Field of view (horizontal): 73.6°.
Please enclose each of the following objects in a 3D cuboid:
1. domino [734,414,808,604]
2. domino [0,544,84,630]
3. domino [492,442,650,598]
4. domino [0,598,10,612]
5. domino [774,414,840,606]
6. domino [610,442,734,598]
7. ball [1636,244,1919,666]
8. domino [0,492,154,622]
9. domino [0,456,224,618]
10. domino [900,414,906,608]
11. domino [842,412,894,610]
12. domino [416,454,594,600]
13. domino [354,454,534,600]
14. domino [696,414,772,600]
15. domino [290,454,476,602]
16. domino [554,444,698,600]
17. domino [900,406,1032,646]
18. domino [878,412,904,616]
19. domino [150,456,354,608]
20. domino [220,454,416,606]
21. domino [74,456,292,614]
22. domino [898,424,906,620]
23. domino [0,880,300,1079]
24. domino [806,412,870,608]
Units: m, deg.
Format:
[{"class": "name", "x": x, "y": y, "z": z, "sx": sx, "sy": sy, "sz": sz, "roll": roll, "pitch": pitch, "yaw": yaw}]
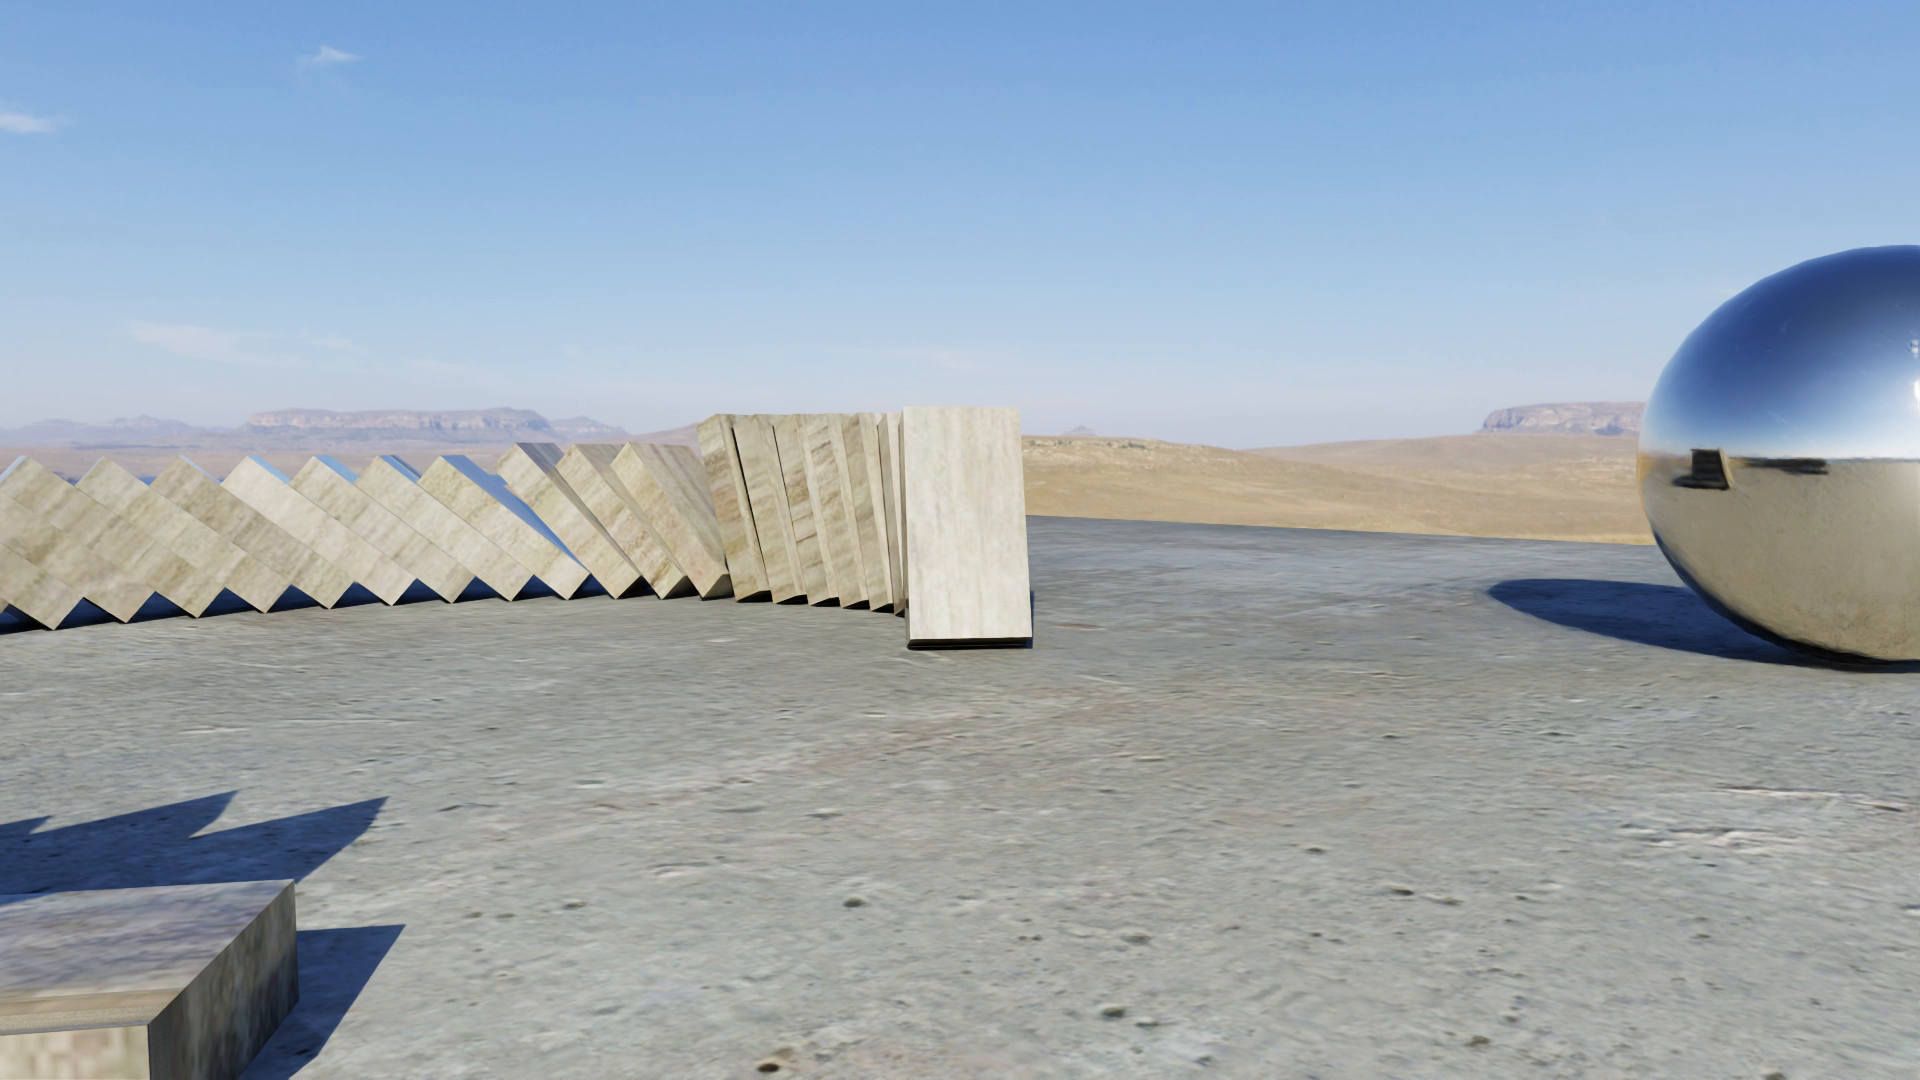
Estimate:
[{"class": "domino", "x": -0.044, "y": -0.009, "z": 0.351, "sx": 0.010, "sy": 0.050, "sz": 0.025, "roll": -20, "pitch": -10, "yaw": 39}, {"class": "domino", "x": -0.227, "y": 0.001, "z": 0.287, "sx": 0.025, "sy": 0.009, "sz": 0.050, "roll": 3, "pitch": -35, "yaw": 40}, {"class": "domino", "x": -0.107, "y": -0.006, "z": 0.364, "sx": 0.010, "sy": 0.050, "sz": 0.025, "roll": -43, "pitch": -1, "yaw": 7}, {"class": "domino", "x": -0.234, "y": 0.002, "z": 0.273, "sx": 0.025, "sy": 0.009, "sz": 0.050, "roll": 3, "pitch": -36, "yaw": 33}, {"class": "domino", "x": -0.033, "y": -0.009, "z": 0.347, "sx": 0.025, "sy": 0.050, "sz": 0.010, "roll": -4, "pitch": -12, "yaw": -43}, {"class": "domino", "x": -0.075, "y": -0.006, "z": 0.364, "sx": 0.050, "sy": 0.010, "sz": 0.025, "roll": 51, "pitch": 24, "yaw": 19}, {"class": "ball", "x": 0.175, "y": -0.016, "z": 0.247, "sx": 0.080, "sy": 0.080, "sz": 0.080, "roll": 0, "pitch": 4, "yaw": 0}, {"class": "domino", "x": -0.217, "y": 0.000, "z": 0.301, "sx": 0.025, "sy": 0.009, "sz": 0.050, "roll": 4, "pitch": -35, "yaw": 48}, {"class": "domino", "x": -0.206, "y": -0.001, "z": 0.311, "sx": 0.025, "sy": 0.009, "sz": 0.050, "roll": 5, "pitch": -34, "yaw": 50}, {"class": "domino", "x": 0.000, "y": -0.004, "z": 0.282, "sx": 0.025, "sy": 0.050, "sz": 0.010, "roll": -1, "pitch": -14, "yaw": -7}, {"class": "domino", "x": -0.014, "y": -0.008, "z": 0.334, "sx": 0.025, "sy": 0.050, "sz": 0.009, "roll": -3, "pitch": -13, "yaw": -33}, {"class": "domino", "x": -0.125, "y": -0.004, "z": 0.359, "sx": 0.050, "sy": 0.009, "sz": 0.025, "roll": 40, "pitch": -1, "yaw": -8}, {"class": "domino", "x": -0.140, "y": -0.004, "z": 0.354, "sx": 0.050, "sy": 0.009, "sz": 0.025, "roll": 40, "pitch": -5, "yaw": -13}, {"class": "domino", "x": -0.055, "y": -0.009, "z": 0.355, "sx": 0.010, "sy": 0.050, "sz": 0.025, "roll": -22, "pitch": -12, "yaw": 38}, {"class": "domino", "x": -0.155, "y": -0.003, "z": 0.348, "sx": 0.050, "sy": 0.009, "sz": 0.025, "roll": 41, "pitch": -8, "yaw": -16}, {"class": "domino", "x": -0.090, "y": -0.006, "z": 0.366, "sx": 0.010, "sy": 0.050, "sz": 0.025, "roll": -45, "pitch": -12, "yaw": 18}, {"class": "domino", "x": 0.001, "y": -0.003, "z": 0.272, "sx": 0.025, "sy": 0.050, "sz": 0.010, "roll": -1, "pitch": -14, "yaw": -7}, {"class": "domino", "x": -0.005, "y": -0.007, "z": 0.324, "sx": 0.025, "sy": 0.050, "sz": 0.010, "roll": -1, "pitch": -14, "yaw": -18}, {"class": "domino", "x": -0.182, "y": -0.002, "z": 0.332, "sx": 0.050, "sy": 0.009, "sz": 0.025, "roll": 43, "pitch": -16, "yaw": -24}, {"class": "domino", "x": -0.169, "y": -0.003, "z": 0.341, "sx": 0.050, "sy": 0.010, "sz": 0.025, "roll": 41, "pitch": -12, "yaw": -20}, {"class": "domino", "x": -0.195, "y": -0.001, "z": 0.322, "sx": 0.050, "sy": 0.010, "sz": 0.025, "roll": 44, "pitch": -20, "yaw": -28}, {"class": "domino", "x": -0.001, "y": -0.006, "z": 0.312, "sx": 0.025, "sy": 0.050, "sz": 0.009, "roll": -1, "pitch": -14, "yaw": -7}, {"class": "domino", "x": -0.073, "y": 0.032, "z": 0.081, "sx": 0.050, "sy": 0.009, "sz": 0.025, "roll": -1, "pitch": 4, "yaw": -10}, {"class": "domino", "x": -0.023, "y": -0.008, "z": 0.341, "sx": 0.025, "sy": 0.050, "sz": 0.009, "roll": -4, "pitch": -12, "yaw": -41}]
